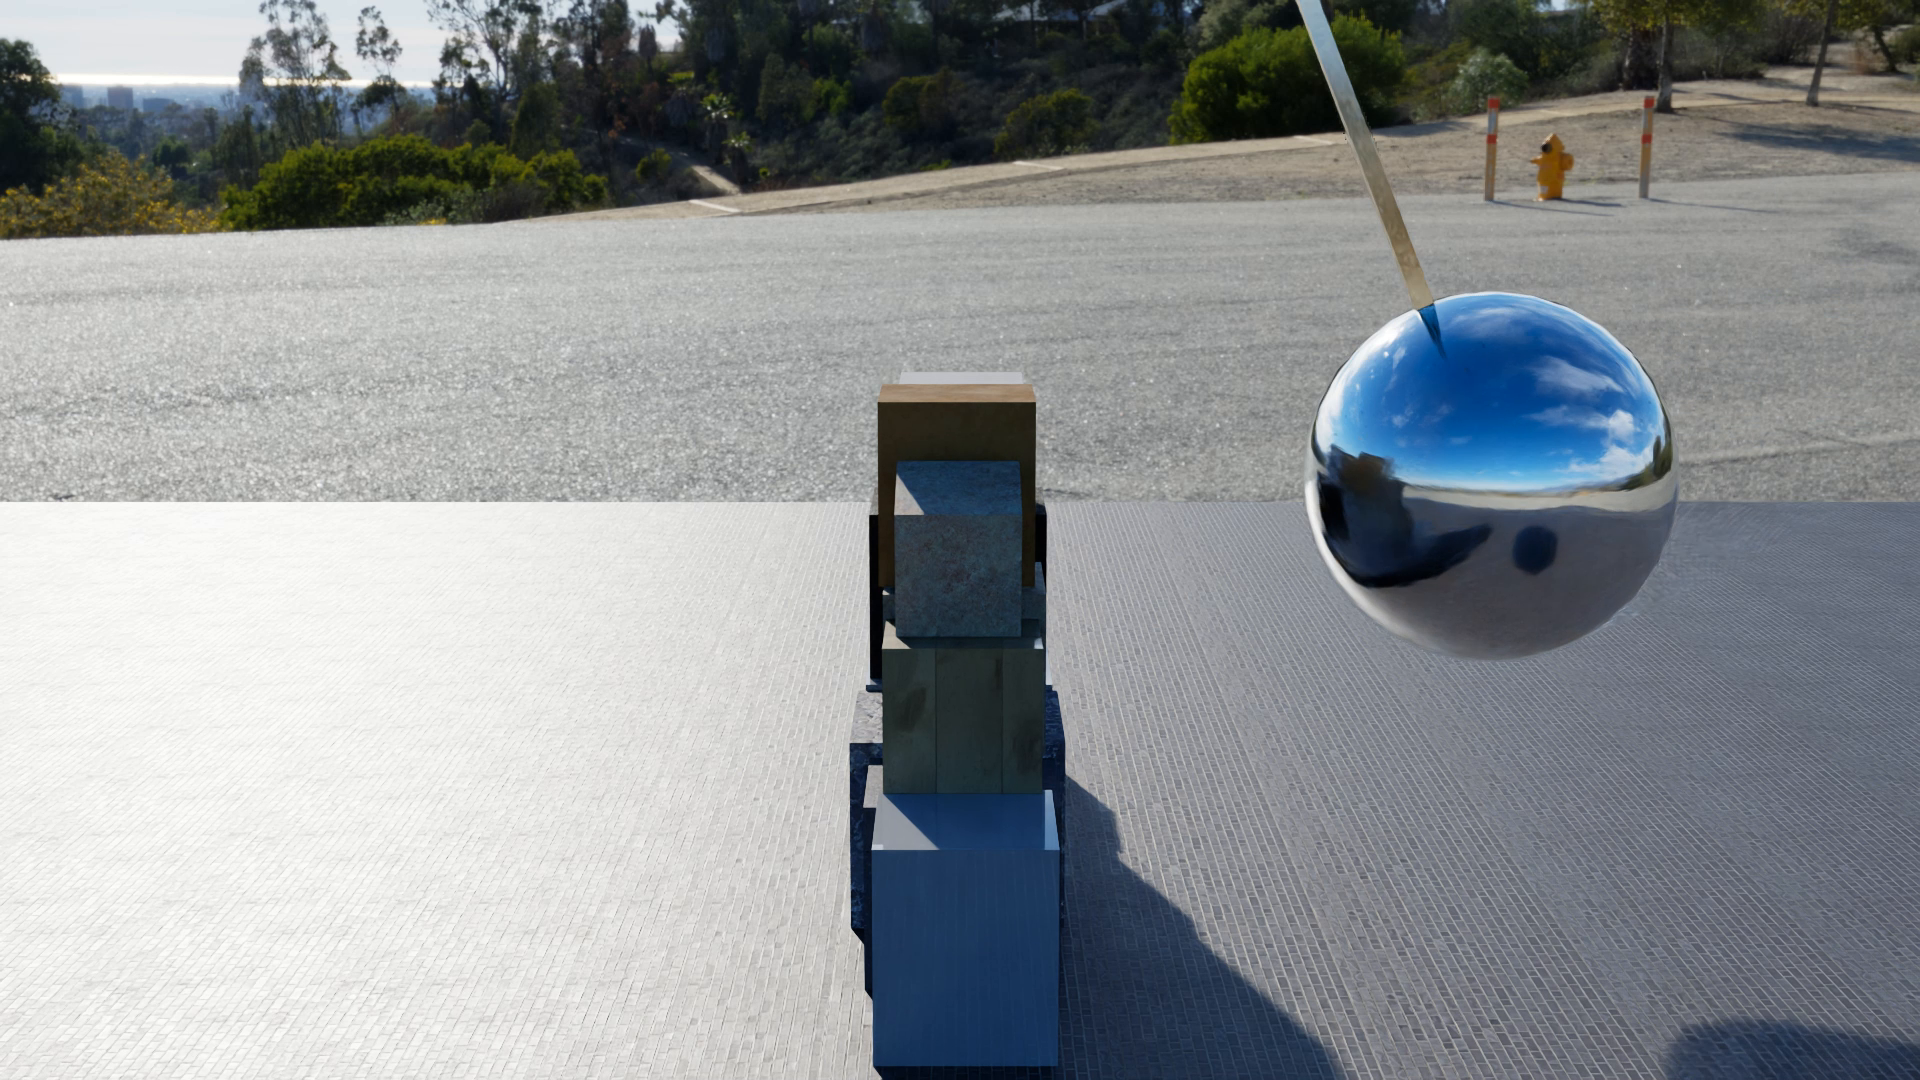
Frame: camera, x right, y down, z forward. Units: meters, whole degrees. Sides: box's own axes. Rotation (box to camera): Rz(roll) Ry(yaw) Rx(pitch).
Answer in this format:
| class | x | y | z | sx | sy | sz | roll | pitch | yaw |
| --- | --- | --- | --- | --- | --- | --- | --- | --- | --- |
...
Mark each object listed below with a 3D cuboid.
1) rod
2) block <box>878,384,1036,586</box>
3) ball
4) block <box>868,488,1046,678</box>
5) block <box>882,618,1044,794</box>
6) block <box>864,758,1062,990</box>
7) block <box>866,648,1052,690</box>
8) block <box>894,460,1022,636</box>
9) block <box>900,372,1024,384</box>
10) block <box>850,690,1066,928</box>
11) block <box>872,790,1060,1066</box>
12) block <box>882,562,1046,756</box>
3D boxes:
| class | x | y | z | sx | sy | sz | roll | pitch | yaw |
| --- | --- | --- | --- | --- | --- | --- | --- | --- | --- |
| rod | 0.994 | -3.367 | 10.568 | 0.080 | 5.200 | 0.080 | -22 | 10 | 4 |
| block | -0.013 | -0.236 | 10.620 | 0.633 | 0.752 | 0.612 | 0 | 10 | 0 |
| ball | 2.295 | -0.277 | 11.130 | 1.600 | 1.600 | 1.600 | 0 | 10 | 0 |
| block | -0.009 | 0.186 | 11.865 | 0.792 | 0.748 | 0.775 | 0 | 10 | 0 |
| block | 0.010 | 0.639 | 10.001 | 0.607 | 0.562 | 0.591 | 0 | 9 | 0 |
| block | 0.009 | 1.321 | 10.249 | 0.760 | 0.734 | 0.721 | 0 | 10 | 0 |
| block | -0.004 | 0.979 | 11.891 | 0.834 | 0.820 | 0.780 | 0 | 10 | 0 |
| block | -0.006 | 0.030 | 10.021 | 0.483 | 0.515 | 0.522 | 0 | 25 | 0 |
| block | 0.007 | -0.448 | 11.658 | 0.555 | 0.574 | 0.520 | 0 | 10 | 0 |
| block | -0.011 | 1.143 | 11.054 | 0.888 | 0.795 | 0.907 | 0 | 10 | 0 |
| block | 0.020 | 1.421 | 9.500 | 0.663 | 0.806 | 0.768 | 0 | 10 | 0 |
| block | 0.018 | 0.481 | 10.630 | 0.652 | 0.661 | 0.692 | 0 | 10 | 0 |
